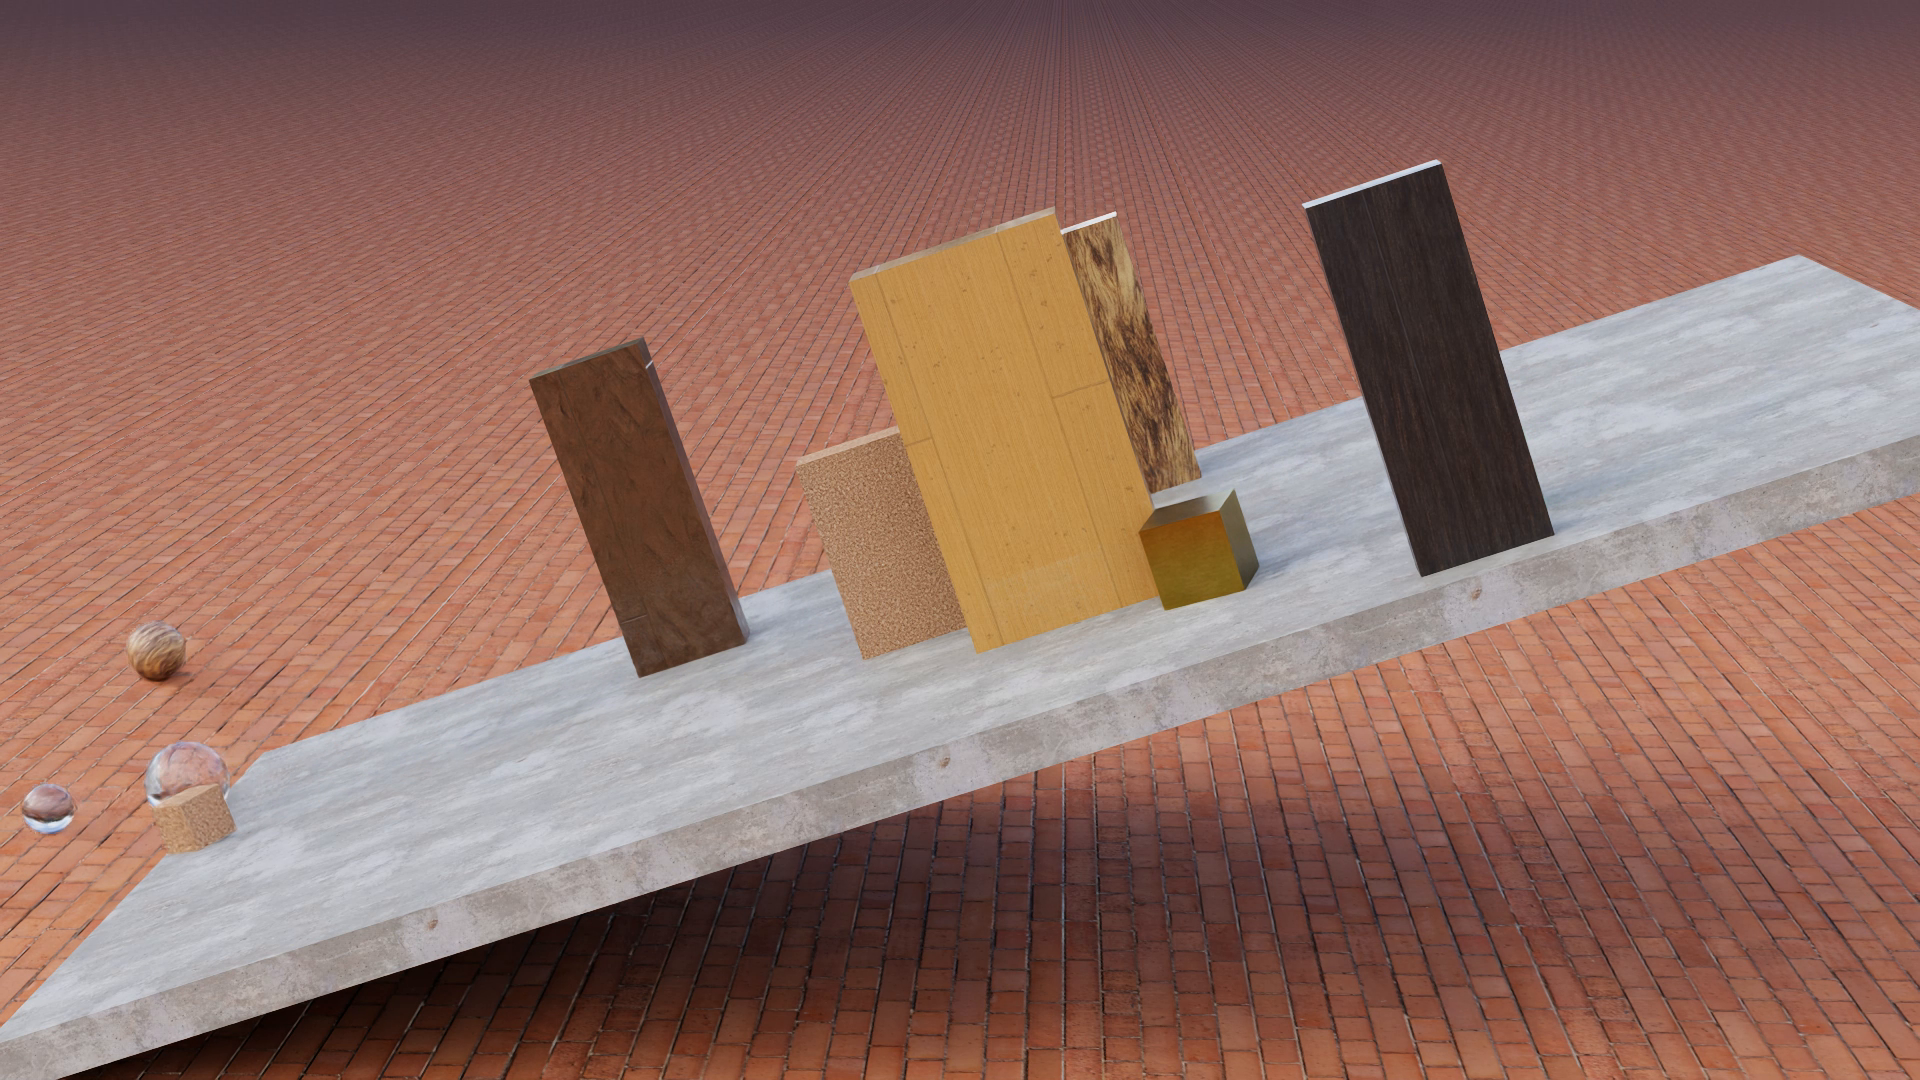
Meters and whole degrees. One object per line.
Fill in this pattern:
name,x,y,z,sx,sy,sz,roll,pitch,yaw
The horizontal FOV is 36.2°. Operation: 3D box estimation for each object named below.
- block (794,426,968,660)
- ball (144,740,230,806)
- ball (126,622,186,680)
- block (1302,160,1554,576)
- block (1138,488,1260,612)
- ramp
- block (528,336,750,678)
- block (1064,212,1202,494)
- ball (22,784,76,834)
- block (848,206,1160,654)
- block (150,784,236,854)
block,-0.078,-0.023,6.195,0.410,0.438,0.107,-18,11,6
ball,-1.809,0.567,6.884,0.194,0.194,0.194,0,12,0
ball,-2.338,0.322,8.554,0.166,0.166,0.166,0,12,0
block,0.844,-0.306,5.300,0.251,0.705,0.081,-18,11,6
block,0.471,0.018,5.773,0.167,0.167,0.167,-15,11,19
ramp,0.106,0.181,6.306,4.000,0.100,2.000,-18,11,6
block,-0.734,-0.073,6.775,0.263,0.735,0.109,-18,11,6
block,0.296,-0.401,6.885,0.356,0.644,0.106,-18,11,6
ball,-2.204,0.650,7.114,0.122,0.122,0.122,0,12,0
block,0.112,-0.219,5.894,0.426,0.791,0.147,-18,11,6
block,-1.732,0.631,6.650,0.114,0.114,0.114,-10,14,40
